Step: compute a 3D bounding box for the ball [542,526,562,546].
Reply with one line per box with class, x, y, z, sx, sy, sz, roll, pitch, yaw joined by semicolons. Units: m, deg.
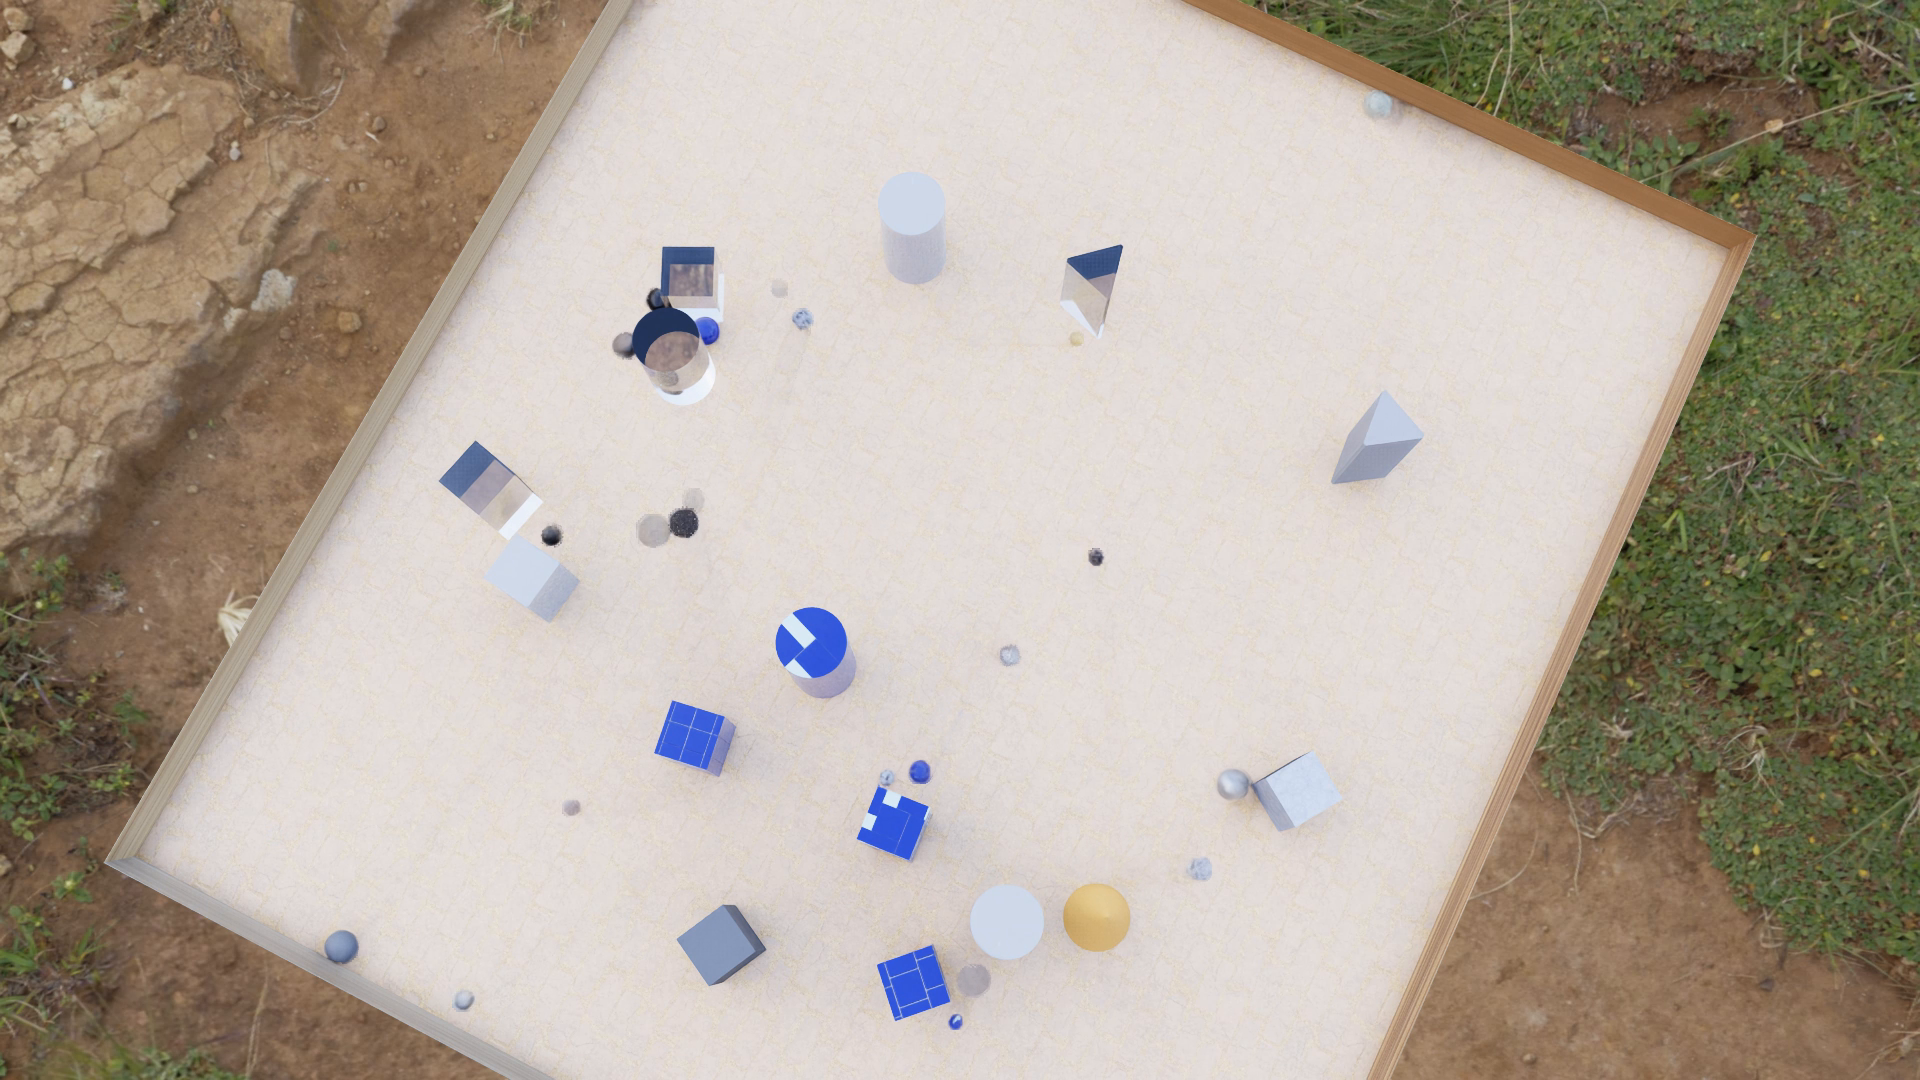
ball;-1.245;-0.013;5.587;0.063;0.063;0.063;0;78;0

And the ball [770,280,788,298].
ball;-0.569;-0.787;5.753;0.052;0.052;0.052;0;78;0

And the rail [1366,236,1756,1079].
rail;1.574;0.778;5.389;0.045;0.129;3.926;26;80;5

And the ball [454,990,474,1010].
ball;-1.437;1.333;5.312;0.057;0.057;0.057;0;78;0

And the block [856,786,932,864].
block;-0.186;0.825;5.287;0.159;0.311;0.159;21;79;4

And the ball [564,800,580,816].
ball;-1.148;0.793;5.428;0.049;0.049;0.049;0;78;0

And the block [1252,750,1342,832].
block;0.974;0.732;5.321;0.159;0.283;0.159;-30;80;-6

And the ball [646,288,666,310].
ball;-0.942;-0.749;5.732;0.078;0.078;0.078;0;78;0

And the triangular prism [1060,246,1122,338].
triangular prism;0.427;-0.780;5.584;0.172;0.381;0.149;44;82;8

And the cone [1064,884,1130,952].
cone;0.402;1.068;5.190;0.198;0.402;0.198;0;78;0

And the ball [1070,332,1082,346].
ball;0.362;-0.630;5.726;0.041;0.041;0.041;0;78;0

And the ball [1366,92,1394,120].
ball;1.340;-1.388;5.860;0.087;0.087;0.087;0;78;0

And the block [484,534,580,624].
block;-1.268;0.117;5.444;0.159;0.291;0.159;33;80;6

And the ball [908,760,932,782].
ball;-0.119;0.687;5.441;0.066;0.066;0.066;0;78;0

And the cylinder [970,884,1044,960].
cylinder;0.126;1.073;5.150;0.198;0.478;0.198;0;78;0

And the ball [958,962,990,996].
ball;0.038;1.273;5.305;0.094;0.094;0.094;0;78;0

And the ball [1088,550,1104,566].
ball;0.414;0.055;5.581;0.047;0.047;0.047;0;78;0

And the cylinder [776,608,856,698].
cylinder;-0.412;0.332;5.302;0.198;0.482;0.198;0;78;0

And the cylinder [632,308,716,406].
cylinder;-0.863;-0.552;5.550;0.198;0.354;0.198;0;78;0

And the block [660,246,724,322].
block;-0.824;-0.788;5.657;0.159;0.240;0.159;0;78;0

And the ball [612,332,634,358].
ball;-1.040;-0.605;5.701;0.080;0.080;0.080;0;78;0

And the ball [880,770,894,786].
ball;-0.218;0.708;5.447;0.046;0.046;0.046;0;78;0

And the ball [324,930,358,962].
ball;-1.798;1.180;5.325;0.093;0.093;0.093;0;78;0

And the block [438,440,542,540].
block;-1.394;-0.144;5.464;0.159;0.357;0.159;39;81;7

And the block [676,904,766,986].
block;-0.677;1.154;5.226;0.159;0.298;0.159;-36;81;-7

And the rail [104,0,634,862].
rail;-1.574;-0.764;5.708;0.045;0.129;3.926;26;80;5

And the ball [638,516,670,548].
ball;-0.930;-0.025;5.571;0.099;0.099;0.099;0;78;0

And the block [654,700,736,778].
block;-0.770;0.583;5.354;0.159;0.278;0.159;17;79;3

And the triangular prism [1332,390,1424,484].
triangular prism;1.220;-0.306;5.438;0.172;0.473;0.149;-8;78;-2

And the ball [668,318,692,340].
ball;-0.873;-0.658;5.716;0.073;0.073;0.073;0;78;0

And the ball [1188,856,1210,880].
ball;0.702;0.966;5.381;0.070;0.070;0.070;0;78;0

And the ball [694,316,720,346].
ball;-0.793;-0.651;5.705;0.090;0.090;0.090;0;78;0

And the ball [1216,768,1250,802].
ball;0.807;0.725;5.418;0.096;0.096;0.096;0;78;0

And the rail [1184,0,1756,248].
rail;0.867;-1.692;5.900;3.567;0.129;0.045;26;80;5

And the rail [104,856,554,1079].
rail;-0.867;1.705;5.197;3.567;0.129;0.045;26;80;5

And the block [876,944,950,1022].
block;-0.127;1.245;5.171;0.159;0.368;0.159;-19;79;-4

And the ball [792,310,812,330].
ball;-0.492;-0.688;5.728;0.060;0.060;0.060;0;78;0

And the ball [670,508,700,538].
ball;-0.840;-0.050;5.581;0.090;0.090;0.090;0;78;0

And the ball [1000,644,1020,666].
ball;0.150;0.345;5.514;0.062;0.062;0.062;0;78;0

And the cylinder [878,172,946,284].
cylinder;-0.142;-0.947;5.595;0.198;0.426;0.198;0;78;0

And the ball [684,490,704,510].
ball;-0.814;-0.121;5.610;0.062;0.062;0.062;0;78;0

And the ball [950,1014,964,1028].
ball;-0.011;1.393;5.307;0.042;0.042;0.042;0;78;0
